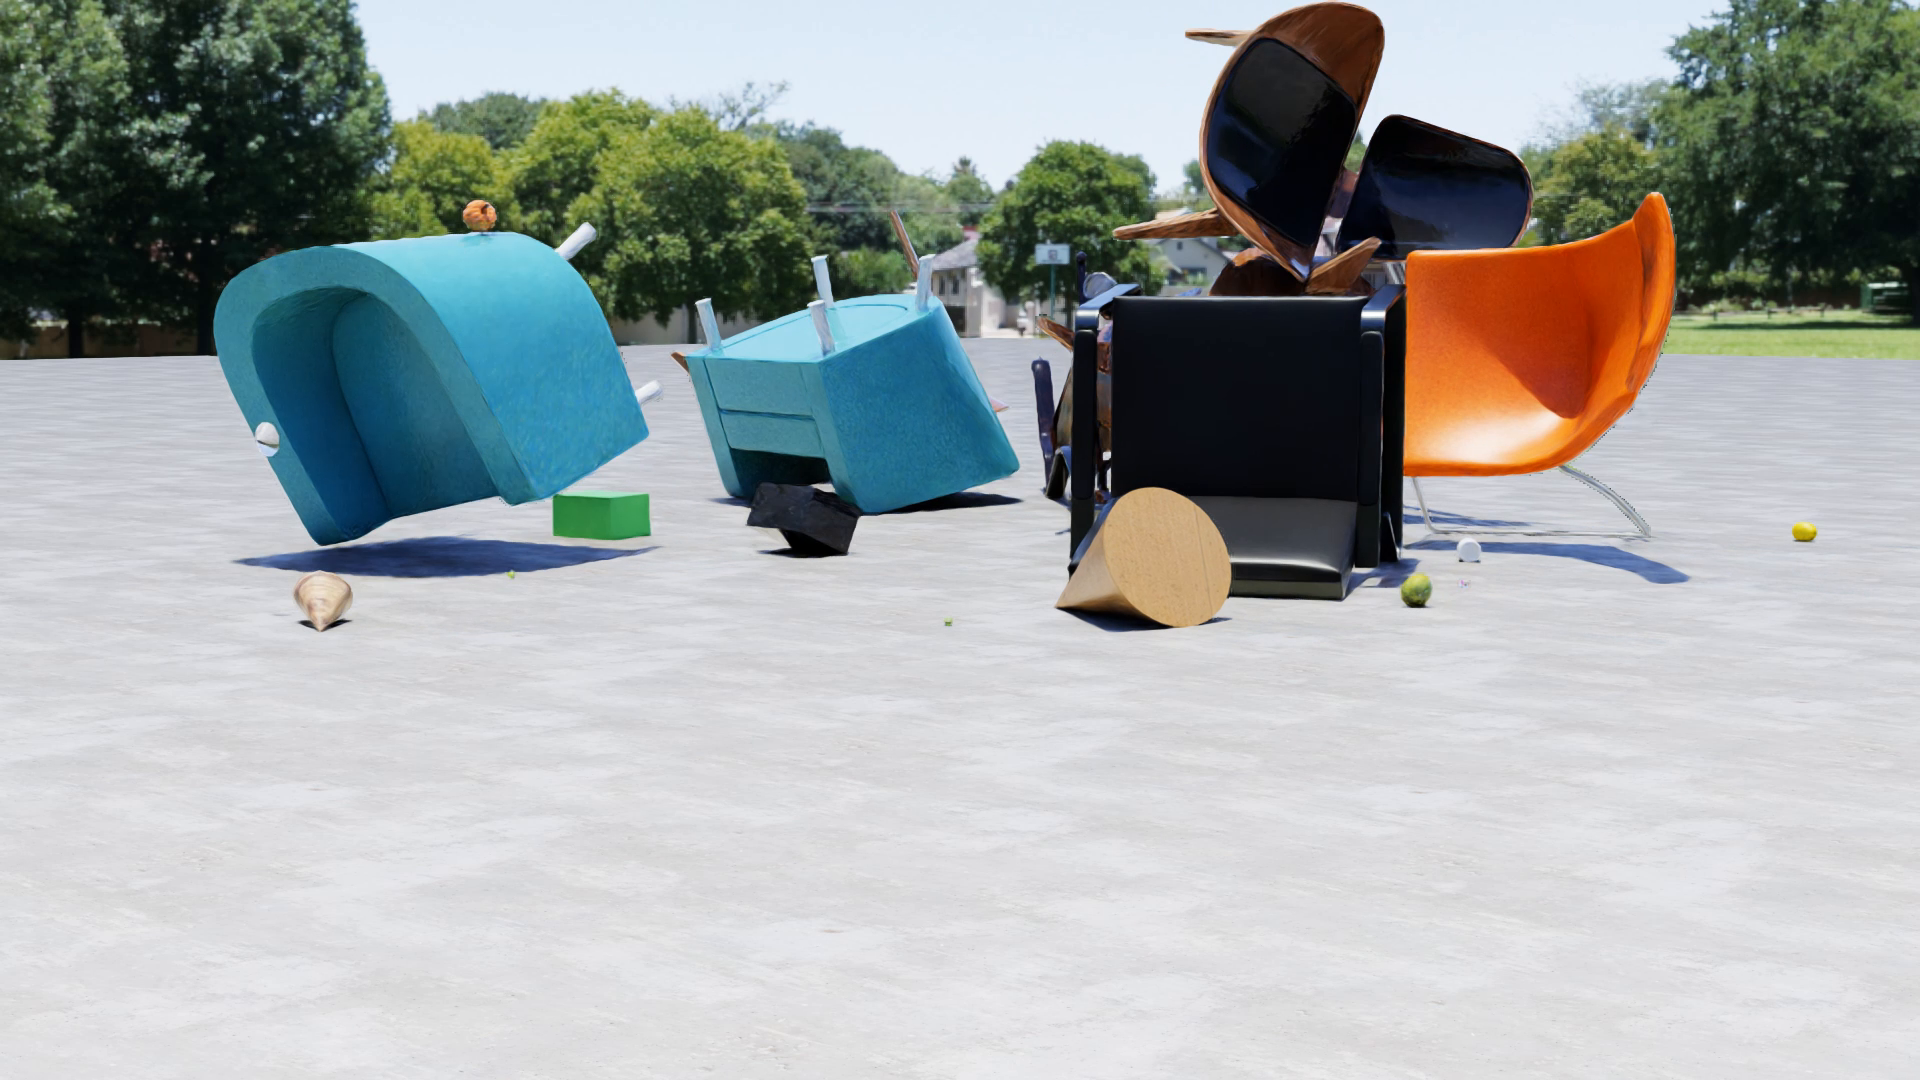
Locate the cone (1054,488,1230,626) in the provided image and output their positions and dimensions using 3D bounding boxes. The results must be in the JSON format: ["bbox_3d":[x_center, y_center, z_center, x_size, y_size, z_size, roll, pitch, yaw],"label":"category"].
[{"bbox_3d":[0.290,0.083,4.980,0.320,0.276,0.348,5,-20,-37],"label":"cone"}]

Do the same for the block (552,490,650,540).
[{"bbox_3d":[-0.911,-0.064,6.514,0.188,0.106,0.158,4,7,31],"label":"block"}]

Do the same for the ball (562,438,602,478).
[{"bbox_3d":[-1.237,-0.269,8.401,0.127,0.127,0.127,0,6,0],"label":"ball"}]

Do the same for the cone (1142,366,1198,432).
[{"bbox_3d":[0.697,-0.398,8.028,0.197,0.172,0.262,-25,33,30],"label":"cone"}]

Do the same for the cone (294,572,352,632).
[{"bbox_3d":[-1.202,0.139,4.829,0.112,0.098,0.181,21,16,-19],"label":"cone"}]

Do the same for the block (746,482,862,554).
[{"bbox_3d":[-0.373,-0.052,6.113,0.209,0.111,0.153,6,-16,47],"label":"block"}]
